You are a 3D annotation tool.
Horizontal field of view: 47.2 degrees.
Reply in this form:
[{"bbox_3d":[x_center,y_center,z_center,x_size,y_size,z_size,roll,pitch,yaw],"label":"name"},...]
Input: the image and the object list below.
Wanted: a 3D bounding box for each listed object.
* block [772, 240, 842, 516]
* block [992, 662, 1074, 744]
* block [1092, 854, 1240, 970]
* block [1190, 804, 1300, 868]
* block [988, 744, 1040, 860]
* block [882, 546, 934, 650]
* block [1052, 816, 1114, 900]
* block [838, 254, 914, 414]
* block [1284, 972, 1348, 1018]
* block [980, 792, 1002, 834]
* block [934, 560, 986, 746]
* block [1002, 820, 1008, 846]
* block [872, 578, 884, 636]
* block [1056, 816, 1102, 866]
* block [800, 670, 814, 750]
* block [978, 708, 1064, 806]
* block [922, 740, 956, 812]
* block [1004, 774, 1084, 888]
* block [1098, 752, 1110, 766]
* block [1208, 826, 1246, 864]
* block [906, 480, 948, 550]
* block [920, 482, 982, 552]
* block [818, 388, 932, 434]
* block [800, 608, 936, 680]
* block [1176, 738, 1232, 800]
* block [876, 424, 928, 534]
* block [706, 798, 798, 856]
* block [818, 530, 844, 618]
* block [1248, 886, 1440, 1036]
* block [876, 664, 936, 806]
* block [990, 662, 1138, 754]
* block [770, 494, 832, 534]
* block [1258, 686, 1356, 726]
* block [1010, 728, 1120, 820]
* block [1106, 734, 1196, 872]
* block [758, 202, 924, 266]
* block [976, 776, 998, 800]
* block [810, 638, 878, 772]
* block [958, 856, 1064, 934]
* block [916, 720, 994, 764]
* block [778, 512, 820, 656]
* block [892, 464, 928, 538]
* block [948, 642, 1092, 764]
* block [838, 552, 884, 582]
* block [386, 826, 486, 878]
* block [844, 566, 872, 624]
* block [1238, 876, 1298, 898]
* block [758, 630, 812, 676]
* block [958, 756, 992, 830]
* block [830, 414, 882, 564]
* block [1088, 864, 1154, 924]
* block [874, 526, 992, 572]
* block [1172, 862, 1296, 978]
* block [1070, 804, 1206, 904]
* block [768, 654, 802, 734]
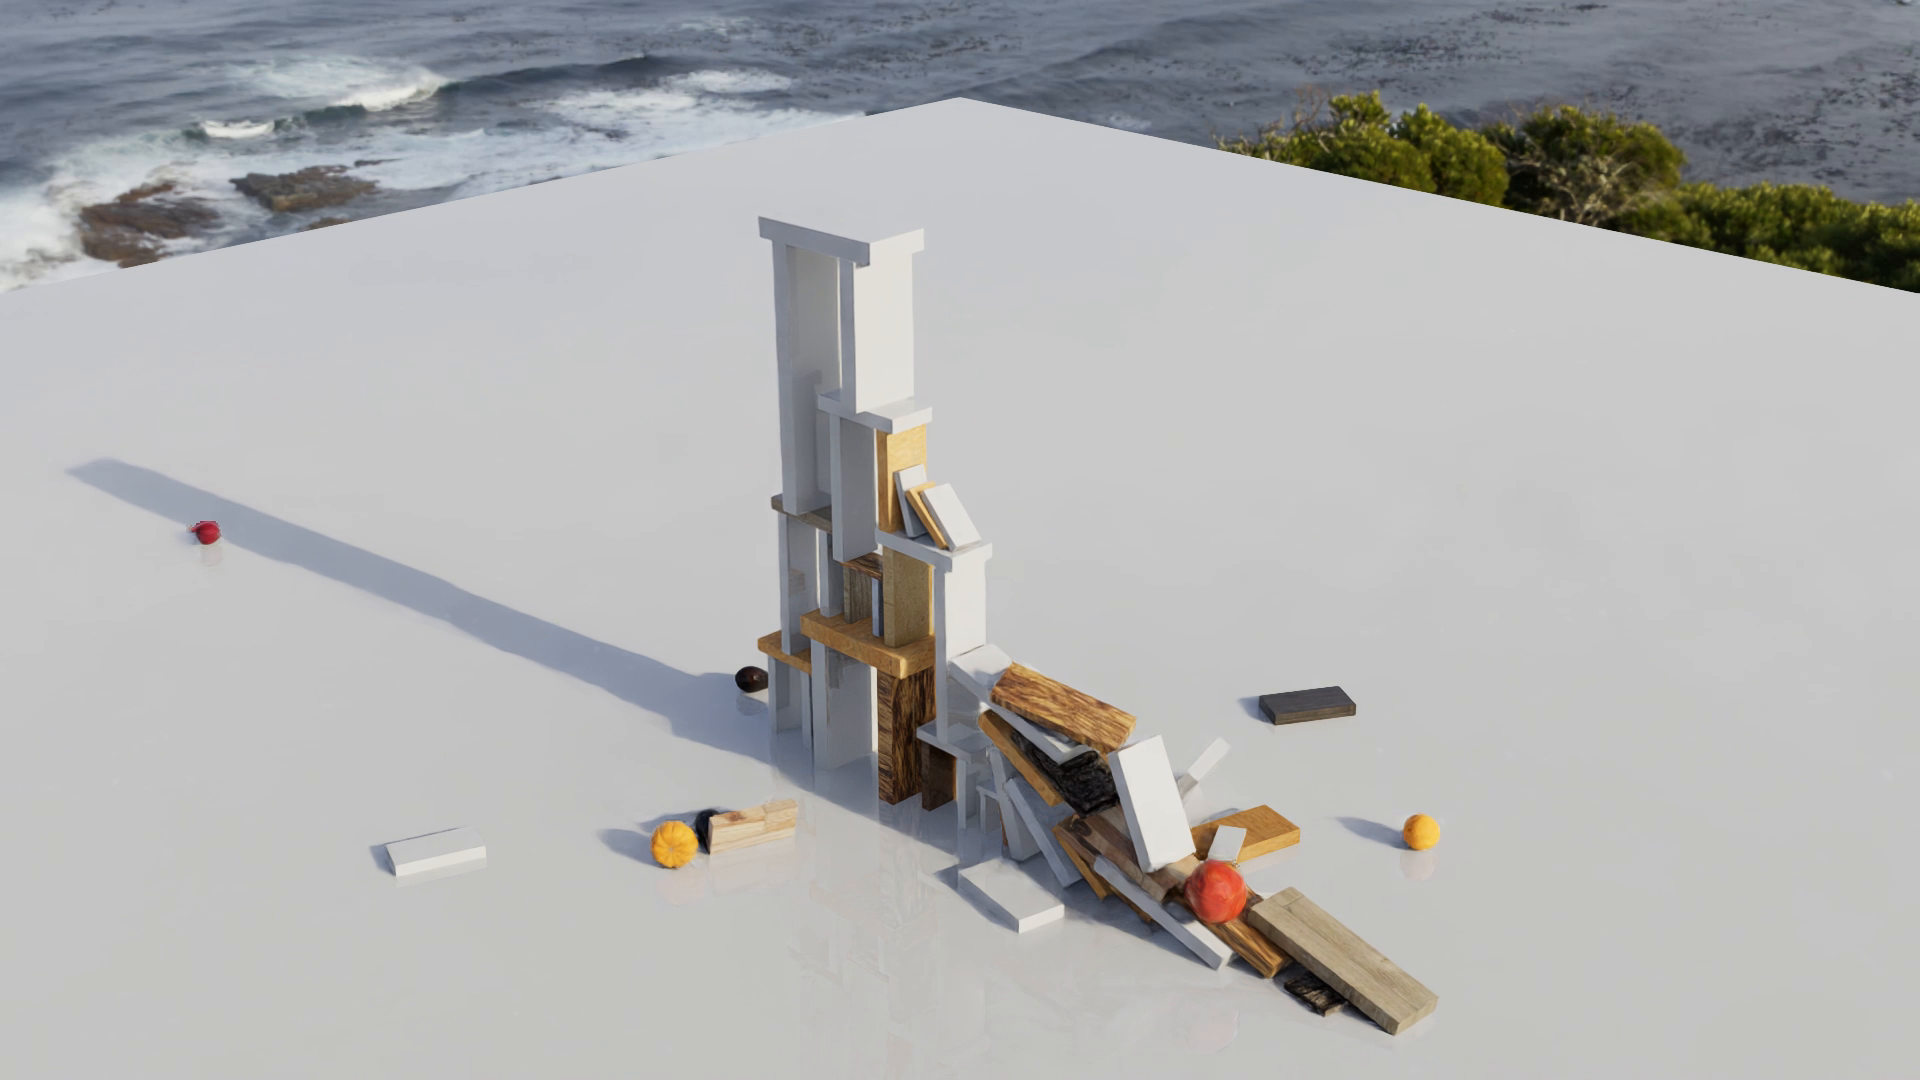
[{"bbox_3d":[-0.293,-0.336,4.397,0.149,0.567,0.042,-21,30,-40],"label":"block"},{"bbox_3d":[0.164,0.310,4.188,0.190,0.027,0.095,35,39,28],"label":"block"},{"bbox_3d":[0.397,0.662,4.043,0.307,0.033,0.117,37,40,29],"label":"block"},{"bbox_3d":[0.546,0.588,4.335,0.225,0.032,0.112,-13,26,-28],"label":"block"},{"bbox_3d":[0.128,0.497,4.298,0.114,0.229,0.032,-22,15,-41],"label":"block"},{"bbox_3d":[-0.102,0.099,4.381,0.108,0.217,0.031,-21,30,-40],"label":"block"},{"bbox_3d":[0.254,0.600,4.197,0.082,0.023,0.165,-22,68,-41],"label":"block"},{"bbox_3d":[-0.159,-0.406,4.218,0.149,0.298,0.042,-21,30,-40],"label":"block"},{"bbox_3d":[0.624,0.798,3.860,0.053,0.015,0.105,-14,27,-30],"label":"block"},{"bbox_3d":[0.062,0.536,4.378,0.046,0.093,0.013,-21,31,-41],"label":"block"},{"bbox_3d":[0.001,0.213,4.321,0.108,0.379,0.031,-21,30,-41],"label":"block"},{"bbox_3d":[0.105,0.553,4.339,0.046,0.093,0.013,-21,29,-41],"label":"block"},{"bbox_3d":[-0.148,0.126,4.434,0.018,0.126,0.063,21,31,41],"label":"block"},{"bbox_3d":[0.269,0.583,4.154,0.165,0.023,0.082,40,42,26],"label":"block"},{"bbox_3d":[-0.295,0.351,4.701,0.091,0.183,0.026,-21,30,-41],"label":"block"},{"bbox_3d":[0.149,0.404,4.226,0.114,0.032,0.229,-18,53,-39],"label":"block"},{"bbox_3d":[-0.042,0.466,4.464,0.022,0.155,0.077,22,31,41],"label":"block"},{"bbox_3d":[0.189,0.545,4.239,0.114,0.229,0.032,-22,-13,-41],"label":"block"},{"bbox_3d":[0.282,0.472,4.551,0.204,0.029,0.102,6,17,42],"label":"block"},{"bbox_3d":[0.518,0.591,4.267,0.053,0.015,0.115,7,24,16],"label":"block"},{"bbox_3d":[-0.045,-0.049,4.242,0.065,0.018,0.130,-21,73,-41],"label":"block"},{"bbox_3d":[-0.018,-0.044,4.229,0.065,0.018,0.131,-18,70,-38],"label":"block"},{"bbox_3d":[-0.166,-0.258,4.288,0.211,0.030,0.105,21,31,40],"label":"block"},{"bbox_3d":[-0.170,0.195,4.487,0.297,0.042,0.148,21,31,40],"label":"block"},{"bbox_3d":[0.469,0.479,4.449,0.032,0.113,0.225,43,26,9],"label":"block"},{"bbox_3d":[-0.112,-0.128,4.290,0.030,0.211,0.105,20,30,41],"label":"block"},{"bbox_3d":[-0.408,0.563,4.318,0.175,0.087,0.025,-10,45,-23],"label":"block"},{"bbox_3d":[-0.244,0.055,4.517,0.096,0.192,0.027,-21,31,-40],"label":"block"},{"bbox_3d":[0.674,0.740,3.888,0.113,0.032,0.345,-19,41,-38],"label":"block"},{"bbox_3d":[-0.099,0.378,4.489,0.042,0.297,0.149,21,31,41],"label":"block"},{"bbox_3d":[0.193,0.317,4.127,0.266,0.025,0.087,23,53,20],"label":"block"},{"bbox_3d":[-0.289,-0.063,4.515,0.096,0.027,0.192,-21,31,-40],"label":"block"},{"bbox_3d":[0.768,0.366,4.864,0.190,0.027,0.095,-6,24,-14],"label":"block"},{"bbox_3d":[0.209,0.424,4.173,0.113,0.032,0.226,-16,50,-38],"label":"block"},{"bbox_3d":[0.351,0.482,4.029,0.113,0.226,0.032,-17,1,-38],"label":"block"},{"bbox_3d":[-0.228,-0.589,4.213,0.298,0.042,0.149,19,30,38],"label":"block"},{"bbox_3d":[0.081,0.495,4.339,0.093,0.013,0.046,20,30,40],"label":"block"},{"bbox_3d":[-0.240,0.324,4.617,0.042,0.297,0.149,21,31,40],"label":"block"},{"bbox_3d":[0.095,0.668,4.150,0.102,0.029,0.204,-14,27,-30],"label":"block"},{"bbox_3d":[-0.005,0.398,4.397,0.077,0.022,0.155,-21,31,-40],"label":"block"},{"bbox_3d":[-0.334,0.079,4.627,0.027,0.322,0.096,22,31,40],"label":"block"},{"bbox_3d":[-0.086,-0.077,4.273,0.065,0.131,0.018,-21,13,-41],"label":"block"},{"bbox_3d":[0.125,0.312,4.224,0.113,0.032,0.310,-21,47,-41],"label":"block"},{"bbox_3d":[-0.179,0.048,4.433,0.126,0.018,0.063,21,31,40],"label":"block"},{"bbox_3d":[-1.024,0.607,4.298,0.175,0.025,0.087,-11,25,-23],"label":"block"},{"bbox_3d":[-0.207,0.103,4.488,0.018,0.126,0.063,21,31,40],"label":"block"},{"bbox_3d":[0.586,0.661,4.183,0.105,0.015,0.053,0,23,0],"label":"block"},{"bbox_3d":[-0.338,0.237,4.701,0.091,0.026,0.183,-21,31,-41],"label":"block"},{"bbox_3d":[0.031,0.494,4.397,0.077,0.155,0.022,-21,31,-41],"label":"block"},{"bbox_3d":[-0.208,-0.117,4.397,0.030,0.314,0.105,21,31,40],"label":"block"},{"bbox_3d":[0.326,0.644,4.139,0.082,0.023,0.165,-21,52,-41],"label":"block"},{"bbox_3d":[-0.052,0.005,4.286,0.108,0.031,0.217,-21,30,-40],"label":"block"},{"bbox_3d":[0.512,0.687,3.992,0.117,0.033,0.234,-21,48,-41],"label":"block"},{"bbox_3d":[0.331,0.570,4.089,0.117,0.033,0.234,-22,48,-41],"label":"block"},{"bbox_3d":[-0.371,0.321,4.770,0.091,0.183,0.026,-19,31,-38],"label":"block"}]
